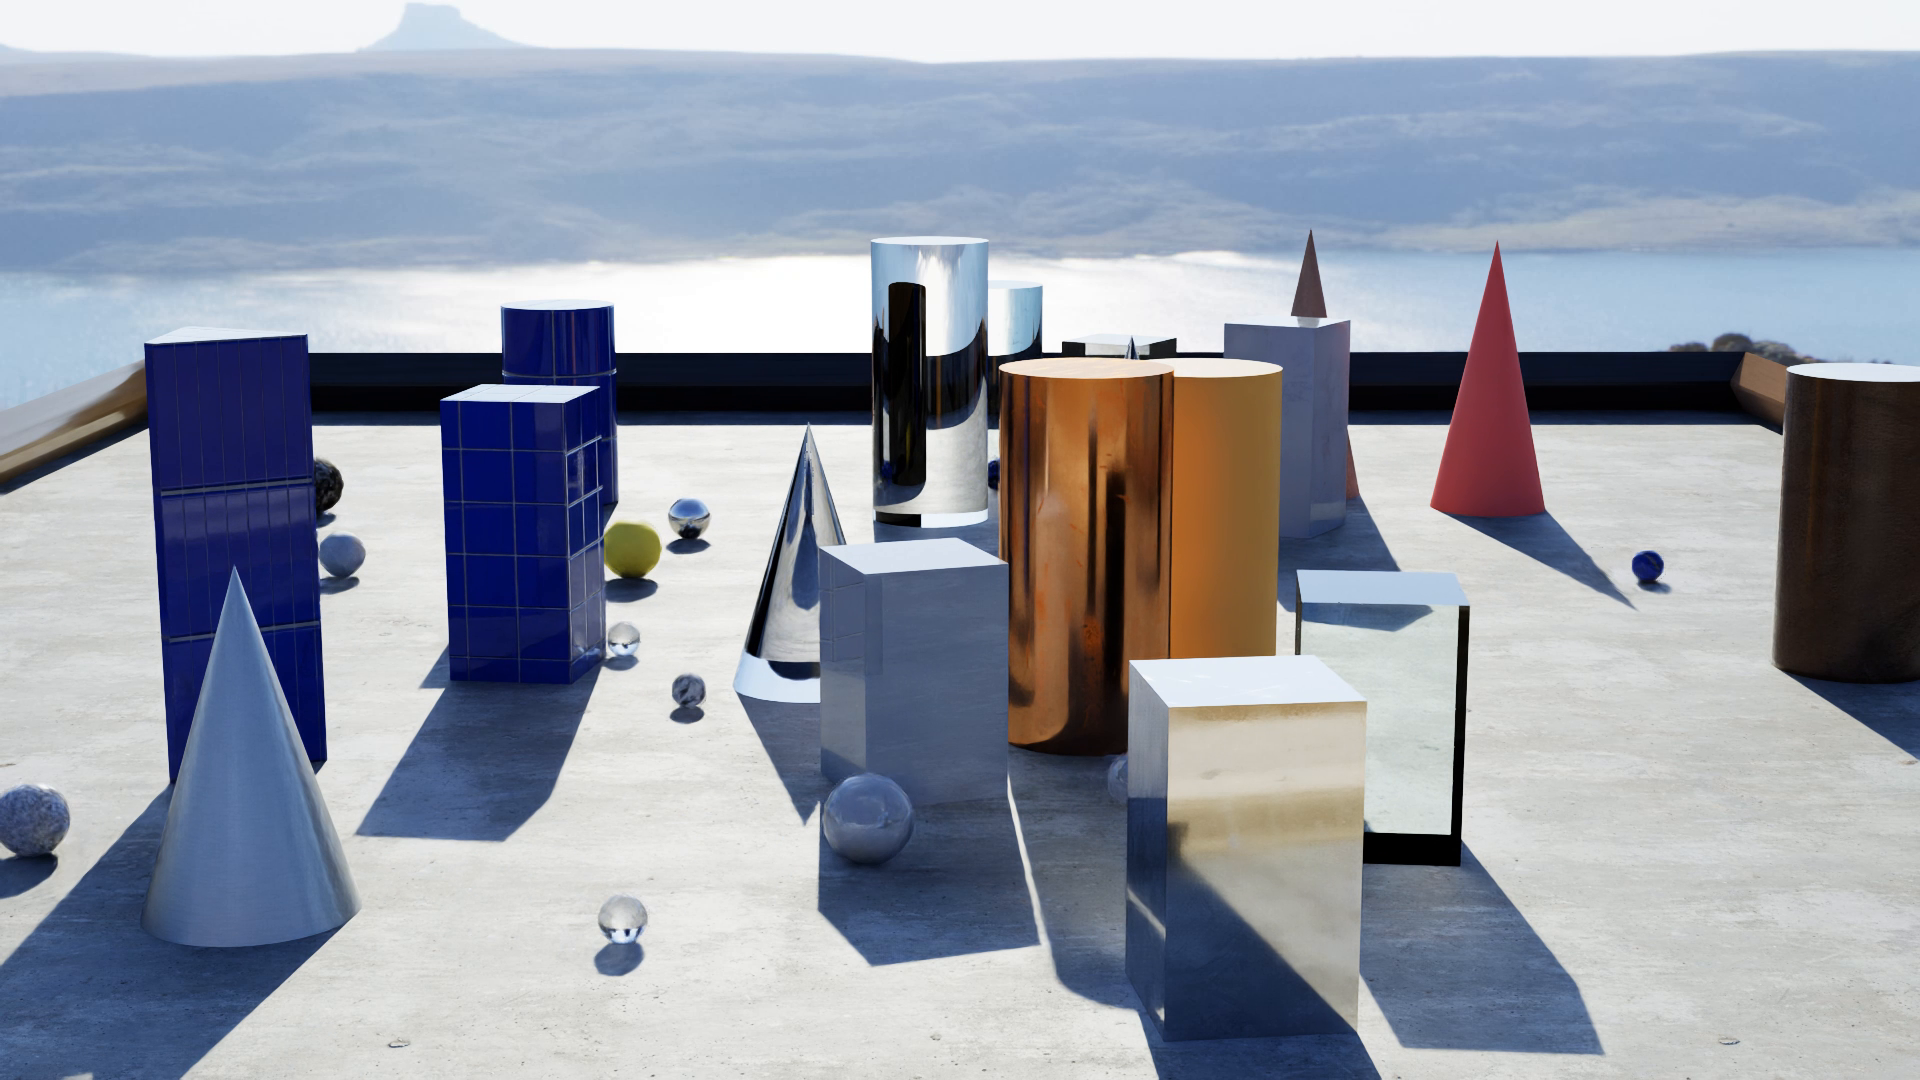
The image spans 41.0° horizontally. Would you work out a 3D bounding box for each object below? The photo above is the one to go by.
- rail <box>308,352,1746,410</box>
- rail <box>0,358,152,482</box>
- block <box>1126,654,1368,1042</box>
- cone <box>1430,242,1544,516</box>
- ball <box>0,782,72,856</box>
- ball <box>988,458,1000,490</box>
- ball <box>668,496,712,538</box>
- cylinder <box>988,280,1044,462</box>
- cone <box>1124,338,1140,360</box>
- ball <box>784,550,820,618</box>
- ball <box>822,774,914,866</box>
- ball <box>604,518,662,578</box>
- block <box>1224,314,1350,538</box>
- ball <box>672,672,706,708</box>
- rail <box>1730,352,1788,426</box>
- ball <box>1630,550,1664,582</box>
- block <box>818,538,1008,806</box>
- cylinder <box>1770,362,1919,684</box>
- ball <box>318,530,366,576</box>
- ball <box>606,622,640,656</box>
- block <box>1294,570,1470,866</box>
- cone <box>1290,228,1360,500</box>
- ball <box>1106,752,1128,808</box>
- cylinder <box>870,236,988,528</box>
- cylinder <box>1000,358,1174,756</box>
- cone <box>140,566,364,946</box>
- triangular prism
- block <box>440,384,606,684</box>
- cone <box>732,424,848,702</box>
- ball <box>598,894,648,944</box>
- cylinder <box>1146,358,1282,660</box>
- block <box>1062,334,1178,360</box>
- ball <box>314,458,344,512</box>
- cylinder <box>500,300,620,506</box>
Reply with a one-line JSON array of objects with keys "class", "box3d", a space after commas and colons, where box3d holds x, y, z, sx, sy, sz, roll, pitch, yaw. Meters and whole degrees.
[{"class": "rail", "box3d": [-0.011, -0.331, 5.390, 3.342, 0.122, 0.045, 0, 11, 0]}, {"class": "rail", "box3d": [-1.647, 0.033, 3.440, 0.045, 0.122, 3.995, 0, 11, 0]}, {"class": "block", "box3d": [0.218, 0.235, 1.989, 0.150, 0.260, 0.150, -1, 11, -7]}, {"class": "cone", "box3d": [0.873, -0.272, 4.206, 0.187, 0.442, 0.187, 0, 11, 0]}, {"class": "ball", "box3d": [-0.861, 0.259, 2.380, 0.069, 0.069, 0.069, 0, 11, 0]}, {"class": "ball", "box3d": [0.066, -0.113, 4.410, 0.054, 0.054, 0.054, 0, 11, 0]}, {"class": "ball", "box3d": [-0.417, -0.035, 3.960, 0.067, 0.067, 0.067, 0, 11, 0]}, {"class": "cylinder", "box3d": [0.053, -0.285, 4.562, 0.187, 0.338, 0.187, 0, 11, 0]}, {"class": "cone", "box3d": [0.263, -0.159, 3.946, 0.187, 0.316, 0.187, 0, 11, 0]}, {"class": "ball", "box3d": [-0.186, 0.058, 3.392, 0.092, 0.092, 0.092, 0, 11, 0]}, {"class": "ball", "box3d": [-0.084, 0.256, 2.353, 0.084, 0.084, 0.084, 0, 11, 0]}, {"class": "ball", "box3d": [-0.469, 0.012, 3.653, 0.086, 0.086, 0.086, 0, 11, 0]}, {"class": "block", "box3d": [0.512, -0.181, 4.033, 0.150, 0.327, 0.150, 6, 12, 29]}, {"class": "ball", "box3d": [-0.309, 0.171, 2.928, 0.040, 0.040, 0.040, 0, 11, 0]}, {"class": "rail", "box3d": [1.647, 0.030, 3.459, 0.045, 0.122, 3.995, 0, 11, 0]}, {"class": "ball", "box3d": [0.974, 0.036, 3.635, 0.046, 0.046, 0.046, 0, 11, 0]}, {"class": "block", "box3d": [-0.048, 0.132, 2.598, 0.150, 0.238, 0.150, -4, 11, -20]}, {"class": "cylinder", "box3d": [1.086, -0.024, 3.098, 0.187, 0.361, 0.187, 0, 11, 0]}, {"class": "ball", "box3d": [-0.884, 0.020, 3.669, 0.066, 0.066, 0.066, 0, 11, 0]}, {"class": "ball", "box3d": [-0.417, 0.123, 3.181, 0.042, 0.042, 0.042, 0, 11, 0]}, {"class": "block", "box3d": [0.391, 0.164, 2.409, 0.150, 0.245, 0.150, 1, 11, 5]}, {"class": "cone", "box3d": [0.589, -0.304, 4.349, 0.187, 0.452, 0.187, 0, 11, 0]}, {"class": "ball", "box3d": [0.174, 0.236, 2.531, 0.058, 0.058, 0.058, 0, 11, 0]}, {"class": "cylinder", "box3d": [-0.048, -0.256, 4.112, 0.187, 0.446, 0.187, 0, 11, 0]}, {"class": "cylinder", "box3d": [0.135, 0.014, 2.779, 0.187, 0.403, 0.187, 0, 11, 0]}, {"class": "cone", "box3d": [-0.615, 0.171, 2.202, 0.187, 0.307, 0.187, 0, 11, 0]}, {"class": "triangular prism", "box3d": [-0.773, 0.008, 2.679, 0.162, 0.451, 0.141, -7, 13, -32]}, {"class": "block", "box3d": [-0.523, -0.010, 3.091, 0.150, 0.336, 0.150, 2, 11, 8]}, {"class": "cone", "box3d": [-0.176, 0.016, 3.015, 0.187, 0.313, 0.187, 0, 11, 0]}, {"class": "ball", "box3d": [-0.282, 0.317, 2.144, 0.042, 0.042, 0.042, 0, 11, 0]}, {"class": "cylinder", "box3d": [0.282, -0.017, 3.026, 0.187, 0.374, 0.187, 0, 11, 0]}, {"class": "block", "box3d": [0.277, -0.224, 4.471, 0.150, 0.251, 0.150, 6, 12, 29]}, {"class": "ball", "box3d": [-1.053, -0.090, 4.187, 0.091, 0.091, 0.091, 0, 11, 0]}, {"class": "cylinder", "box3d": [-0.666, -0.228, 4.276, 0.187, 0.330, 0.187, 0, 11, 0]}]
